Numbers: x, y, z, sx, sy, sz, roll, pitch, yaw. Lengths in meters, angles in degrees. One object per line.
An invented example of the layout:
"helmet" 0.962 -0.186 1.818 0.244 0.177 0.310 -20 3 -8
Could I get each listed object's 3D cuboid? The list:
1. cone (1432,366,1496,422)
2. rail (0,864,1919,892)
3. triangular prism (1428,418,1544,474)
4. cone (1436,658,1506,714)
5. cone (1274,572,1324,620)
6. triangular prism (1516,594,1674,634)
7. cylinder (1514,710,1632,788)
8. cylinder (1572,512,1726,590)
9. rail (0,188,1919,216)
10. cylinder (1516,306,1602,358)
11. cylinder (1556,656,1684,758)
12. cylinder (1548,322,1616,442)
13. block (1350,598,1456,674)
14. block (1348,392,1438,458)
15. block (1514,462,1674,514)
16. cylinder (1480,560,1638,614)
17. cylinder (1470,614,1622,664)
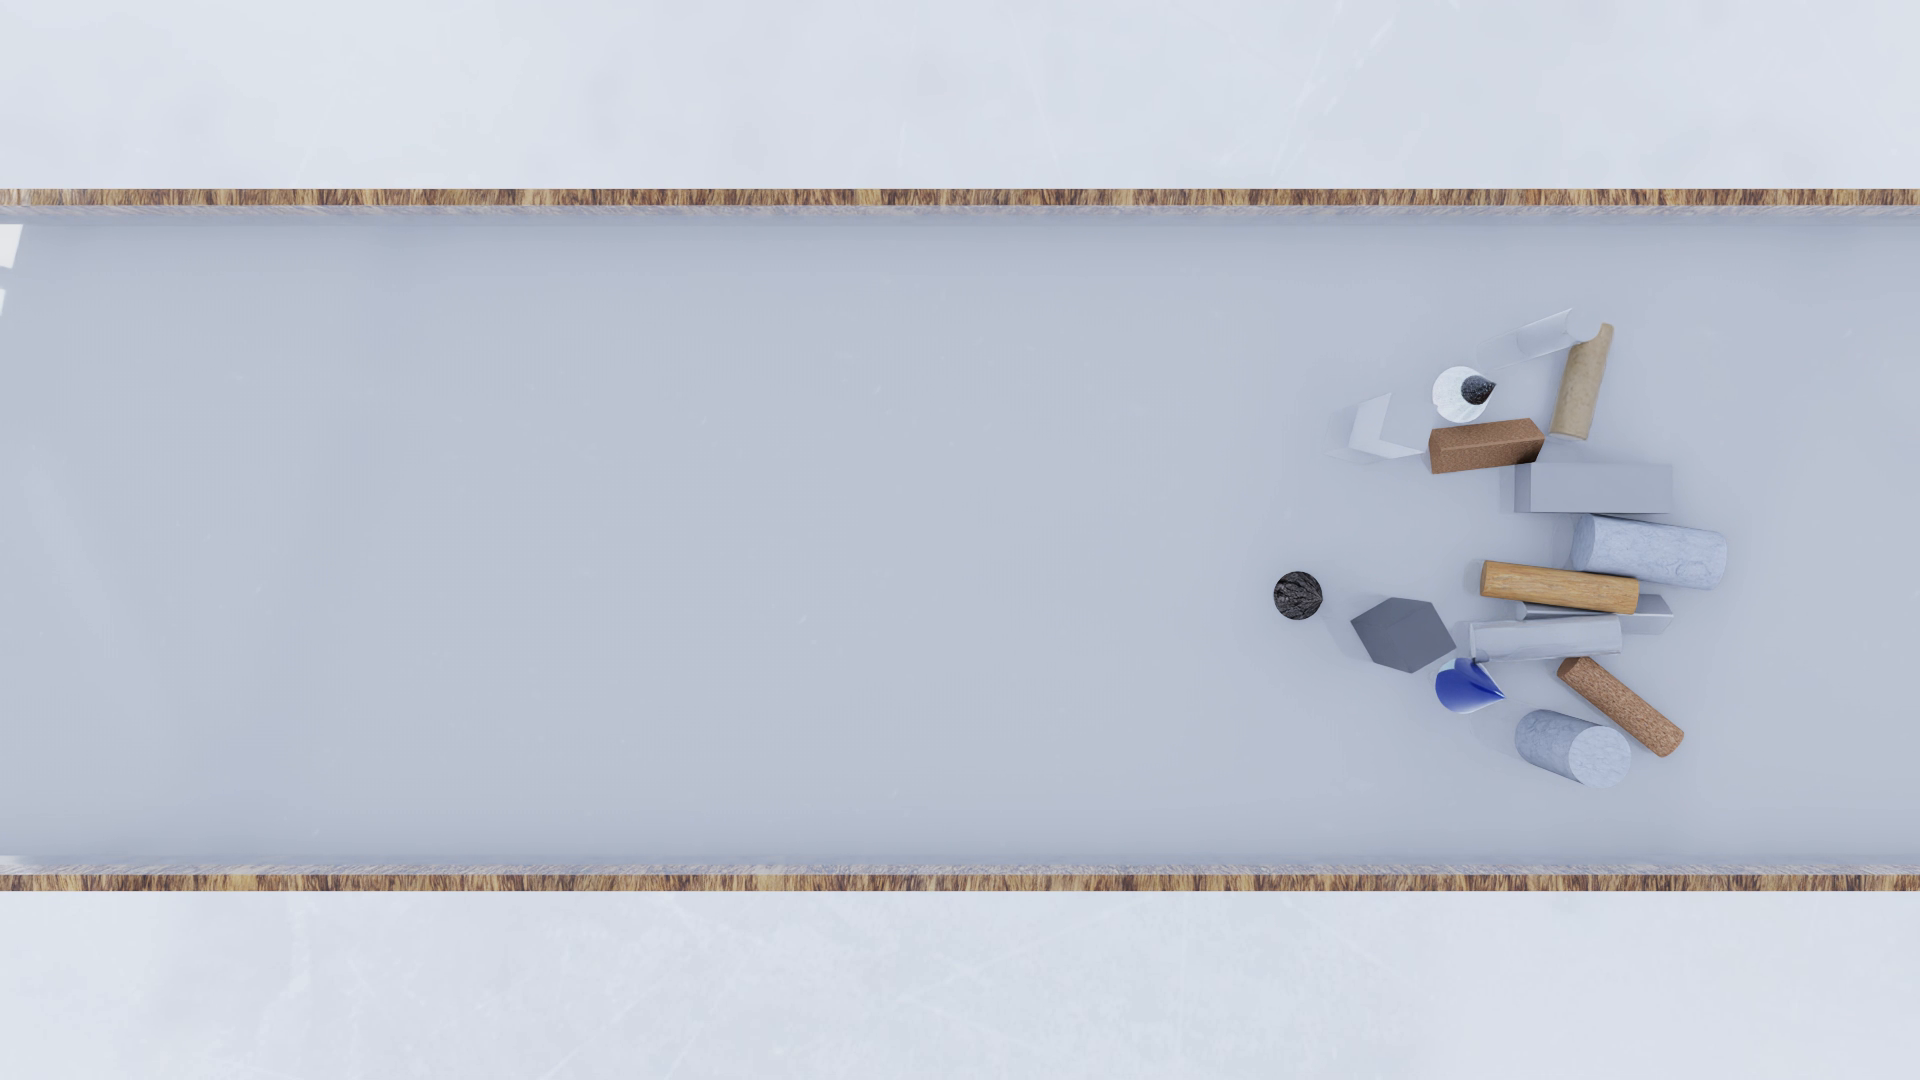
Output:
"cone" 1.541 -0.448 4.904 0.174 0.344 0.174 0 90 0
"rail" -2.247 1.025 5.001 12.000 0.150 0.050 0 90 0
"triangular prism" 1.602 -0.289 5.015 0.316 0.117 0.135 -7 90 0
"cone" 1.549 0.448 4.877 0.173 0.400 0.173 0 90 0
"cone" 1.040 0.171 4.900 0.150 0.354 0.150 0 90 0
"triangular prism" 1.930 0.223 5.021 0.442 0.104 0.121 2 90 0
"cylinder" 1.794 0.609 4.850 0.176 0.453 0.176 0 90 0
"cylinder" 2.080 0.035 4.987 0.395 0.180 0.180 8 90 0
"rail" -2.247 -1.025 5.002 12.000 0.150 0.050 0 90 0
"cylinder" 1.766 -0.614 4.875 0.104 0.403 0.104 0 90 0
"cylinder" 2.011 0.498 5.024 0.396 0.105 0.105 38 90 0
"cylinder" 1.894 -0.483 5.020 0.113 0.113 0.355 14 90 0
"block" 1.301 0.276 4.864 0.148 0.425 0.148 -30 90 0
"block" 1.279 -0.335 4.889 0.139 0.374 0.139 15 90 0
"block" 1.919 -0.155 5.003 0.424 0.147 0.147 1 90 0
"cylinder" 1.808 0.143 4.985 0.438 0.111 0.111 7 90 10
"cylinder" 1.765 0.298 4.981 0.418 0.122 0.122 -4 90 10
